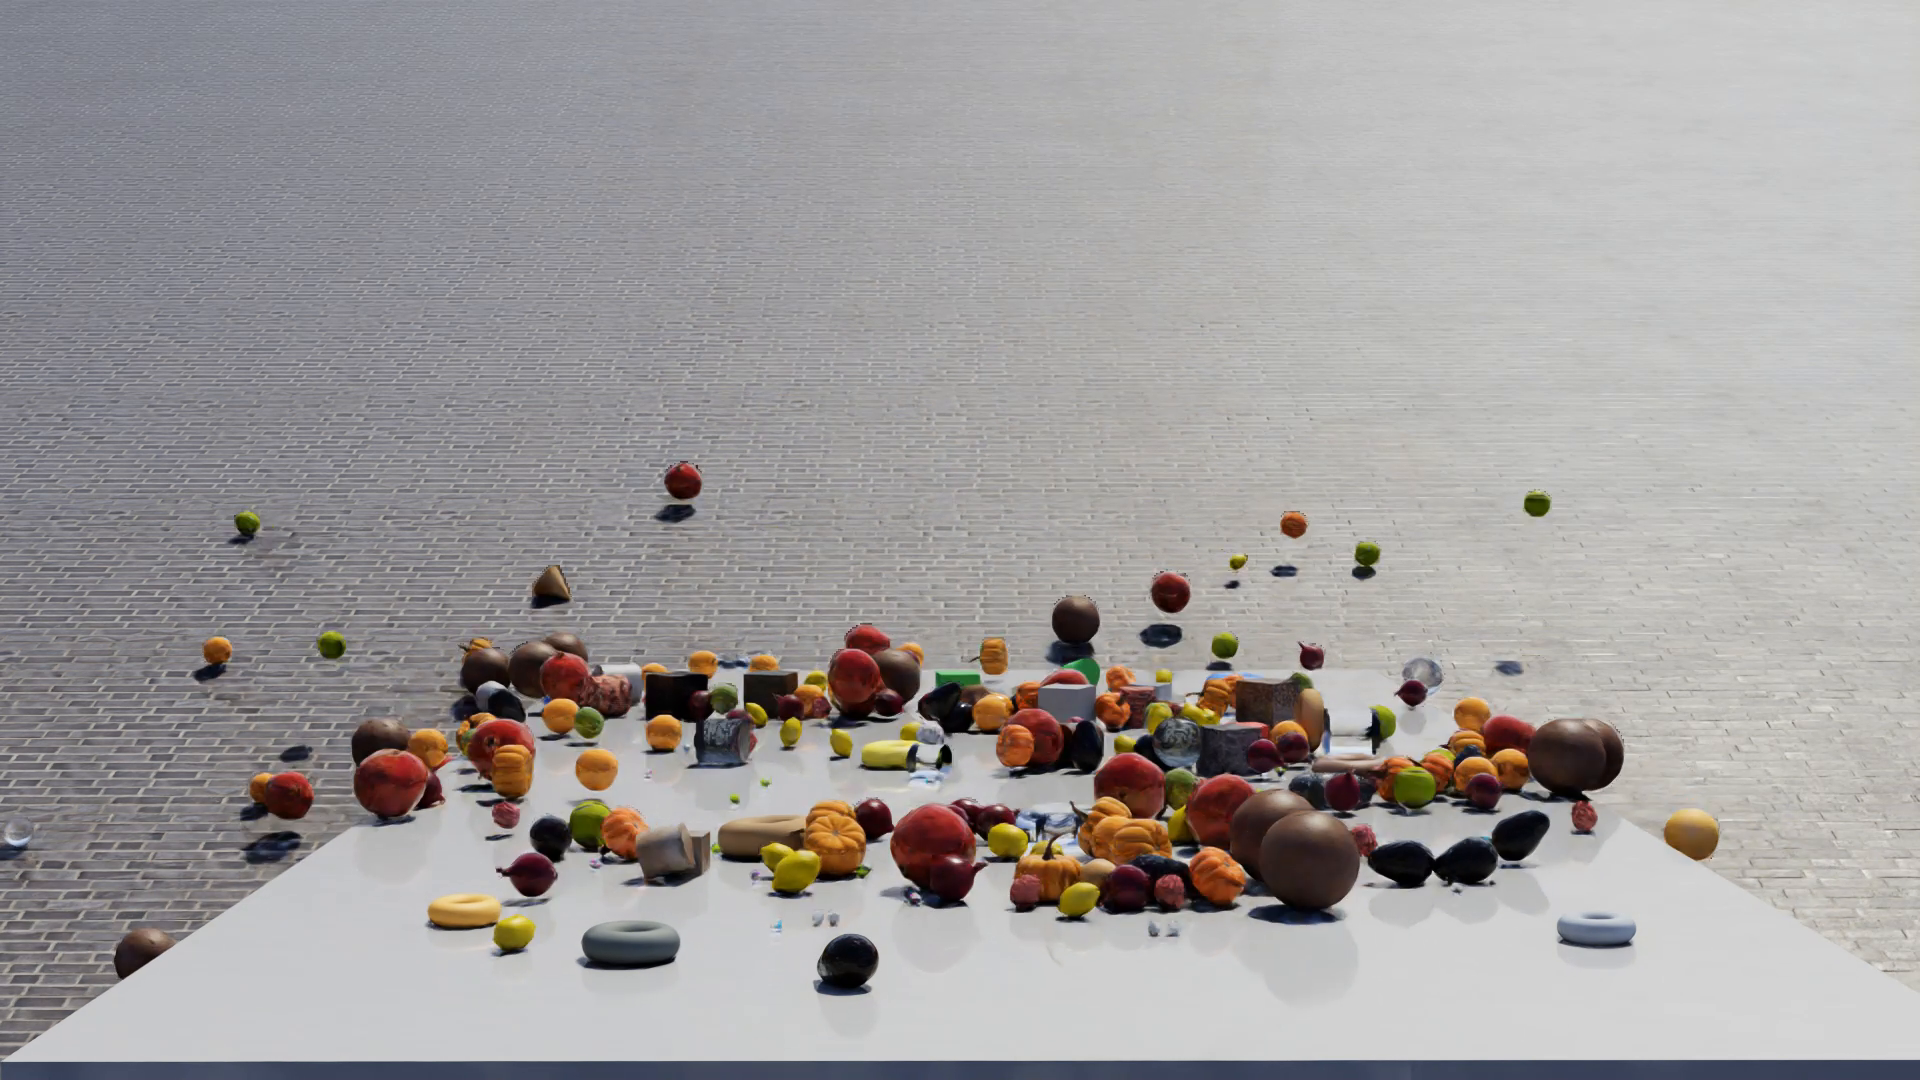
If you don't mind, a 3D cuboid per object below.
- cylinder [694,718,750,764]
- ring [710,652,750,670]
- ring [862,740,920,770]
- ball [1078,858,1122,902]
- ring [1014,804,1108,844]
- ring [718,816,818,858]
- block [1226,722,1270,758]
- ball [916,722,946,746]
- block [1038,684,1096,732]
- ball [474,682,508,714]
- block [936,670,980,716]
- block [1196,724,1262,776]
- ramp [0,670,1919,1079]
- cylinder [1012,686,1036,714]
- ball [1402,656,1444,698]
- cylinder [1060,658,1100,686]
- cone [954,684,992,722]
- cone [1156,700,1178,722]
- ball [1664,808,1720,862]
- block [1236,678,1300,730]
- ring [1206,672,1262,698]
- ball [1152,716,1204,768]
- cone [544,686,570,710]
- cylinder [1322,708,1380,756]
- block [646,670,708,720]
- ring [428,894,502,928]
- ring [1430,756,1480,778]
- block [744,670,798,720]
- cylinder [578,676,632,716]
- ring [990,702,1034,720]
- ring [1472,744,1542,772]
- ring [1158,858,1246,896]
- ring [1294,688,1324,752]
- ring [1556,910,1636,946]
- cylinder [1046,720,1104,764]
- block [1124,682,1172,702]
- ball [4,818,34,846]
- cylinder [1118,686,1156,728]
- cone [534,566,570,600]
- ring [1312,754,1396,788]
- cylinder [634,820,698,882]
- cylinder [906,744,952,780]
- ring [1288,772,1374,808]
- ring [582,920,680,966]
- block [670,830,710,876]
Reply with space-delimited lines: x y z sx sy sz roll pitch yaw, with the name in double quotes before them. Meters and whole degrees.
"cylinder" -0.436 0.369 4.731 0.083 0.083 0.083 -2 22 11
"ring" -0.603 0.323 6.739 0.108 0.036 0.108 1 14 0
"ring" -0.118 0.393 4.710 0.127 0.042 0.127 -1 3 0
"ball" 0.183 0.446 3.372 0.056 0.056 0.056 0 23 0
"ring" 0.152 0.428 3.880 0.143 0.048 0.143 -1 3 0
"ring" -0.280 0.433 3.756 0.149 0.050 0.149 -3 0 0
"block" 0.540 0.377 4.829 0.062 0.062 0.062 -1 3 -16
"ball" -0.056 0.376 4.897 0.057 0.057 0.057 0 23 0
"block" 0.217 0.344 5.257 0.090 0.090 0.090 1 3 25
"ball" -1.183 0.399 6.500 0.085 0.085 0.085 0 23 0
"block" -0.005 0.331 5.573 0.087 0.087 0.087 0 3 -8
"block" 0.483 0.376 4.618 0.082 0.082 0.082 -2 3 -31
"ramp" 0.052 0.472 4.535 2.000 0.100 4.000 0 3 0
"cylinder" 0.138 0.347 5.575 0.054 0.054 0.054 0 3 0
"ball" 1.103 0.326 6.133 0.097 0.097 0.097 0 23 0
"cylinder" 0.273 0.305 5.828 0.066 0.066 0.066 -17 -4 -34
"cone" 0.038 0.362 5.421 0.085 0.085 0.085 -6 31 -13
"cone" 0.423 0.372 5.344 0.056 0.056 0.056 3 30 7
"ball" 1.135 0.458 3.993 0.083 0.083 0.083 0 23 0
"block" 0.638 0.338 5.323 0.094 0.094 0.094 2 4 43
"ring" 0.637 0.334 5.922 0.145 0.048 0.145 1 2 0
"ball" 0.391 0.361 4.600 0.093 0.093 0.093 0 23 0
"cone" -0.877 0.359 5.663 0.054 0.054 0.054 39 40 28
"cylinder" 0.733 0.361 4.832 0.092 0.092 0.092 0 23 -3
"block" -0.605 0.332 5.492 0.093 0.093 0.093 -2 3 -42
"ring" -0.623 0.467 3.236 0.092 0.031 0.092 0 4 0
"ring" 0.883 0.405 4.589 0.087 0.029 0.087 -1 4 0
"block" -0.405 0.331 5.512 0.093 0.093 0.093 1 3 14
"cylinder" -0.759 0.333 5.500 0.085 0.085 0.085 0 17 -41
"ring" 0.110 0.363 5.462 0.097 0.032 0.097 -1 3 0
"ring" 0.990 0.395 4.659 0.126 0.042 0.126 -1 4 0
"ring" 0.324 0.451 3.447 0.118 0.039 0.118 -2 2 0
"ring" 0.662 0.342 4.879 0.041 0.124 0.124 3 22 -2
"ring" 0.772 0.470 3.123 0.094 0.031 0.094 -1 3 0
"cylinder" 0.213 0.374 4.743 0.076 0.076 0.076 -2 18 -42
"block" 0.398 0.342 5.434 0.077 0.077 0.077 1 3 26
"ball" -2.152 0.668 5.880 0.065 0.065 0.065 0 23 0
"cylinder" 0.368 0.346 5.335 0.077 0.077 0.077 0 3 0
"cone" -1.119 0.140 7.174 0.098 0.098 0.098 37 34 14
"ring" 0.682 0.401 4.466 0.144 0.048 0.144 -1 3 0
"cylinder" -0.405 0.427 3.538 0.065 0.065 0.065 -28 25 0
"cylinder" -0.054 0.391 4.545 0.060 0.060 0.060 1 21 28
"ring" 0.611 0.412 4.239 0.139 0.046 0.139 1 2 0
"ring" -0.387 0.472 3.019 0.115 0.038 0.115 1 2 0
"block" -0.382 0.438 3.597 0.054 0.054 0.054 0 3 6
